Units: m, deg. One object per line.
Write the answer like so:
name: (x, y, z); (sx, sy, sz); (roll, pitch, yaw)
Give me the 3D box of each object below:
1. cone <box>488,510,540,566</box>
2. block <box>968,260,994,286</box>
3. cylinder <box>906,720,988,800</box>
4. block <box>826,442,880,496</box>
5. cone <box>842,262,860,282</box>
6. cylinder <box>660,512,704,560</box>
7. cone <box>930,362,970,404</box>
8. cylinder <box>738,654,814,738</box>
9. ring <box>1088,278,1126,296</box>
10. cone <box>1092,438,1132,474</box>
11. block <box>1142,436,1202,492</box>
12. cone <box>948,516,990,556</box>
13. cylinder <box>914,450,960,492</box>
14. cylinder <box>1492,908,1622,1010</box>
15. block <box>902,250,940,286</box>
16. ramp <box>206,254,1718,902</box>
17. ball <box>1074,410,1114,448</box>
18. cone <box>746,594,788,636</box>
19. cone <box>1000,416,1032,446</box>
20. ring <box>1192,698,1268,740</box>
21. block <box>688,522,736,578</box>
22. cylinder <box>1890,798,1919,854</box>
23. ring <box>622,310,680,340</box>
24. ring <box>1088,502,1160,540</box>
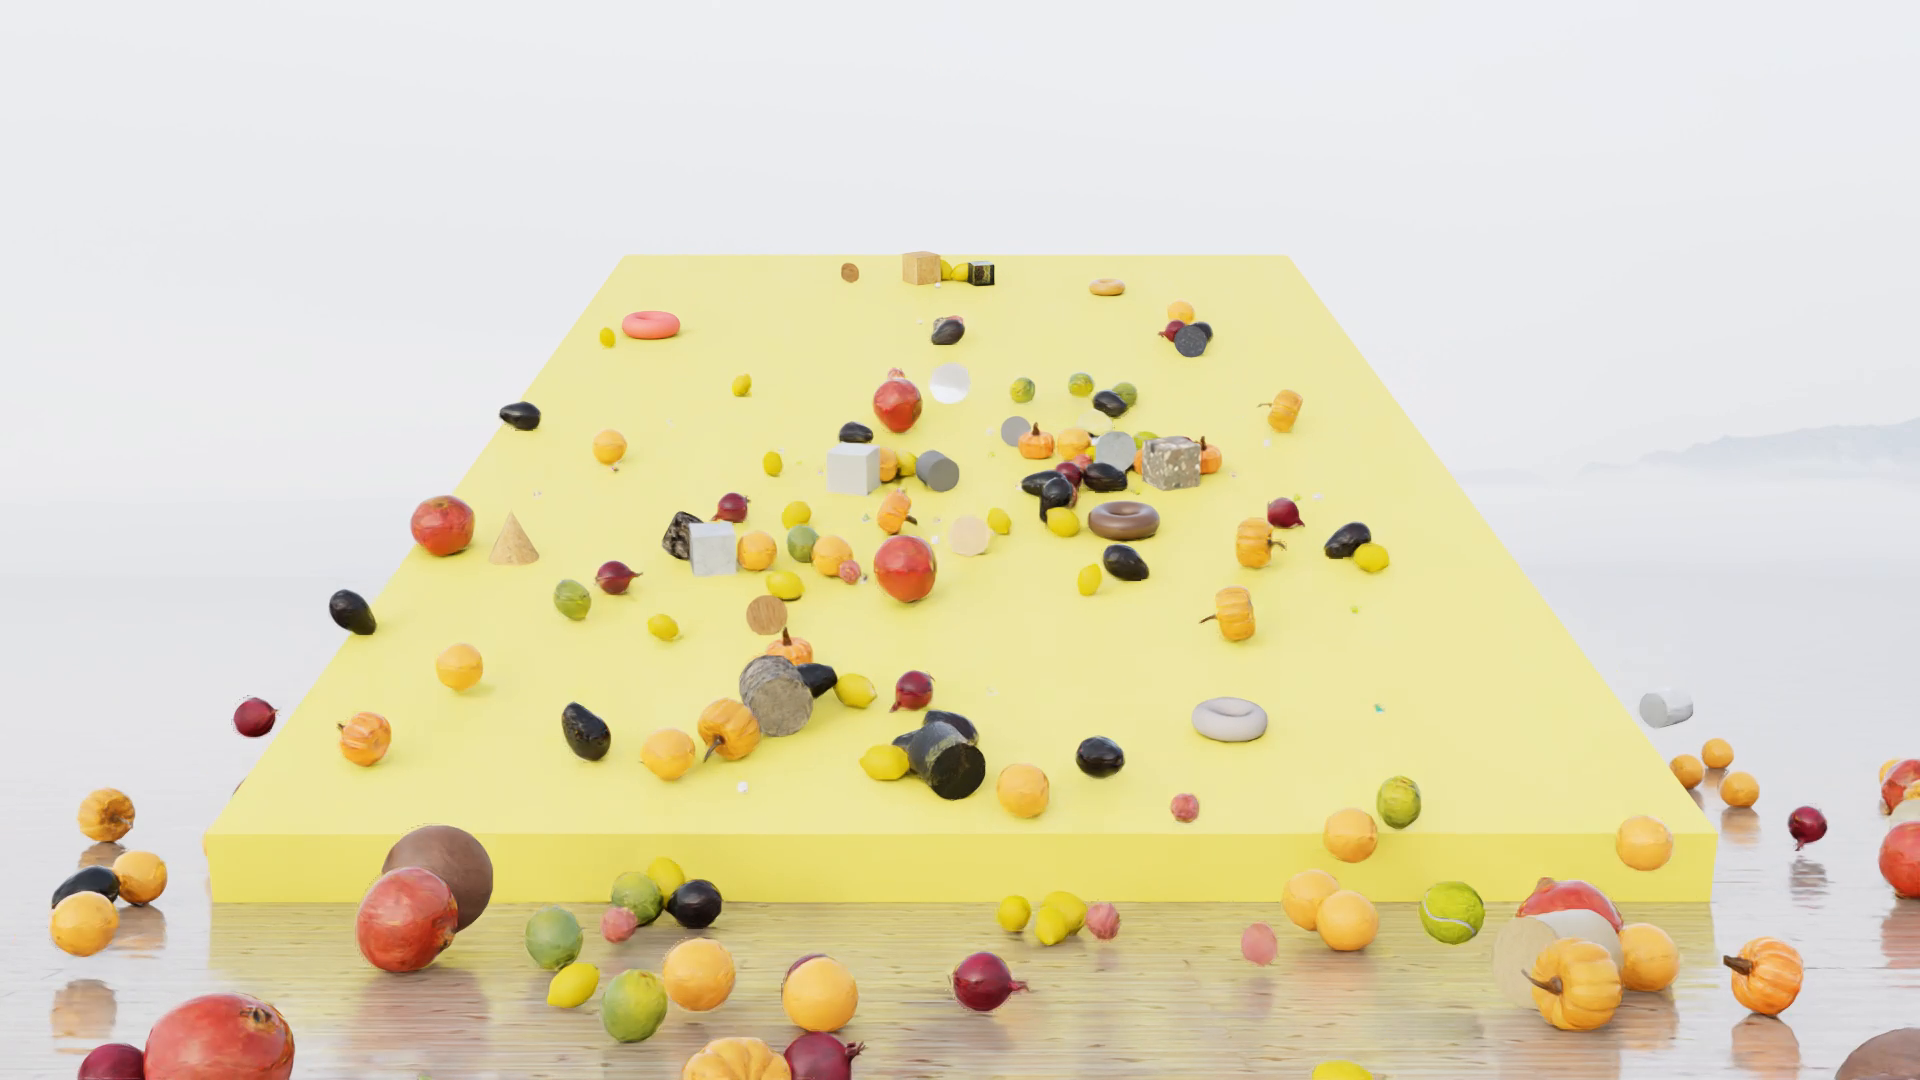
cone: (-0.804, -0.011, 4.026); (0.091, 0.091, 0.091); (0, 18, 0)
block: (0.060, -0.754, 6.340); (0.060, 0.060, 0.060); (-6, 19, -17)
cylinder: (-0.019, 0.304, 3.085); (0.083, 0.083, 0.083); (1, 27, -34)
block: (-0.210, -0.140, 4.436); (0.083, 0.083, 0.083); (5, 19, 16)
cone: (-0.326, -0.755, 6.393); (0.059, 0.059, 0.059); (0, -17, -31)
cylinder: (-0.497, -0.007, 4.029); (0.062, 0.062, 0.062); (25, 22, -11)
cone: (-0.012, -0.348, 5.131); (0.095, 0.095, 0.095); (0, -10, 13)
cylinder: (-0.272, 0.229, 3.295); (0.094, 0.094, 0.094); (0, 17, -16)
ring: (0.409, -0.704, 6.229); (0.103, 0.034, 0.103); (-1, 18, 0)
cone: (0.331, -0.173, 4.606); (0.088, 0.088, 0.088); (0, 9, 27)
block: (0.422, -0.153, 4.475); (0.084, 0.084, 0.084); (-8, 20, -24)
cone: (0.022, -0.002, 4.093); (0.076, 0.076, 0.076); (0, -9, 10)
cylinder: (-0.045, -0.137, 4.448); (0.069, 0.069, 0.069); (0, 17, -24)
cylinder: (0.610, 0.428, 2.290); (0.093, 0.093, 0.093); (1, -1, -38)
block: (-0.109, -0.773, 6.366); (0.079, 0.079, 0.079); (-11, 21, -31)
ramp: (-0.004, -0.189, 4.876); (2.000, 0.100, 4.000); (0, 18, 0)
ball: (0.283, -0.234, 4.723); (0.081, 0.081, 0.081); (0, -1, 0)
cone: (-0.318, 0.128, 3.701); (0.068, 0.068, 0.068); (0, -9, -4)
cone: (0.121, -0.225, 4.780); (0.067, 0.067, 0.067); (0, -9, 4)
ring: (0.396, 0.263, 3.286); (0.112, 0.037, 0.112); (1, 18, 0)
block: (-0.439, 0.017, 3.970); (0.075, 0.075, 0.075); (-3, 19, -11)
cylinder: (1.522, 0.447, 3.513); (0.086, 0.086, 0.086); (0, -1, -37)
ring: (-0.791, -0.550, 5.734); (0.150, 0.050, 0.150); (1, 19, 0)
ring: (0.305, -0.037, 4.183); (0.137, 0.046, 0.137); (-1, 19, 0)
